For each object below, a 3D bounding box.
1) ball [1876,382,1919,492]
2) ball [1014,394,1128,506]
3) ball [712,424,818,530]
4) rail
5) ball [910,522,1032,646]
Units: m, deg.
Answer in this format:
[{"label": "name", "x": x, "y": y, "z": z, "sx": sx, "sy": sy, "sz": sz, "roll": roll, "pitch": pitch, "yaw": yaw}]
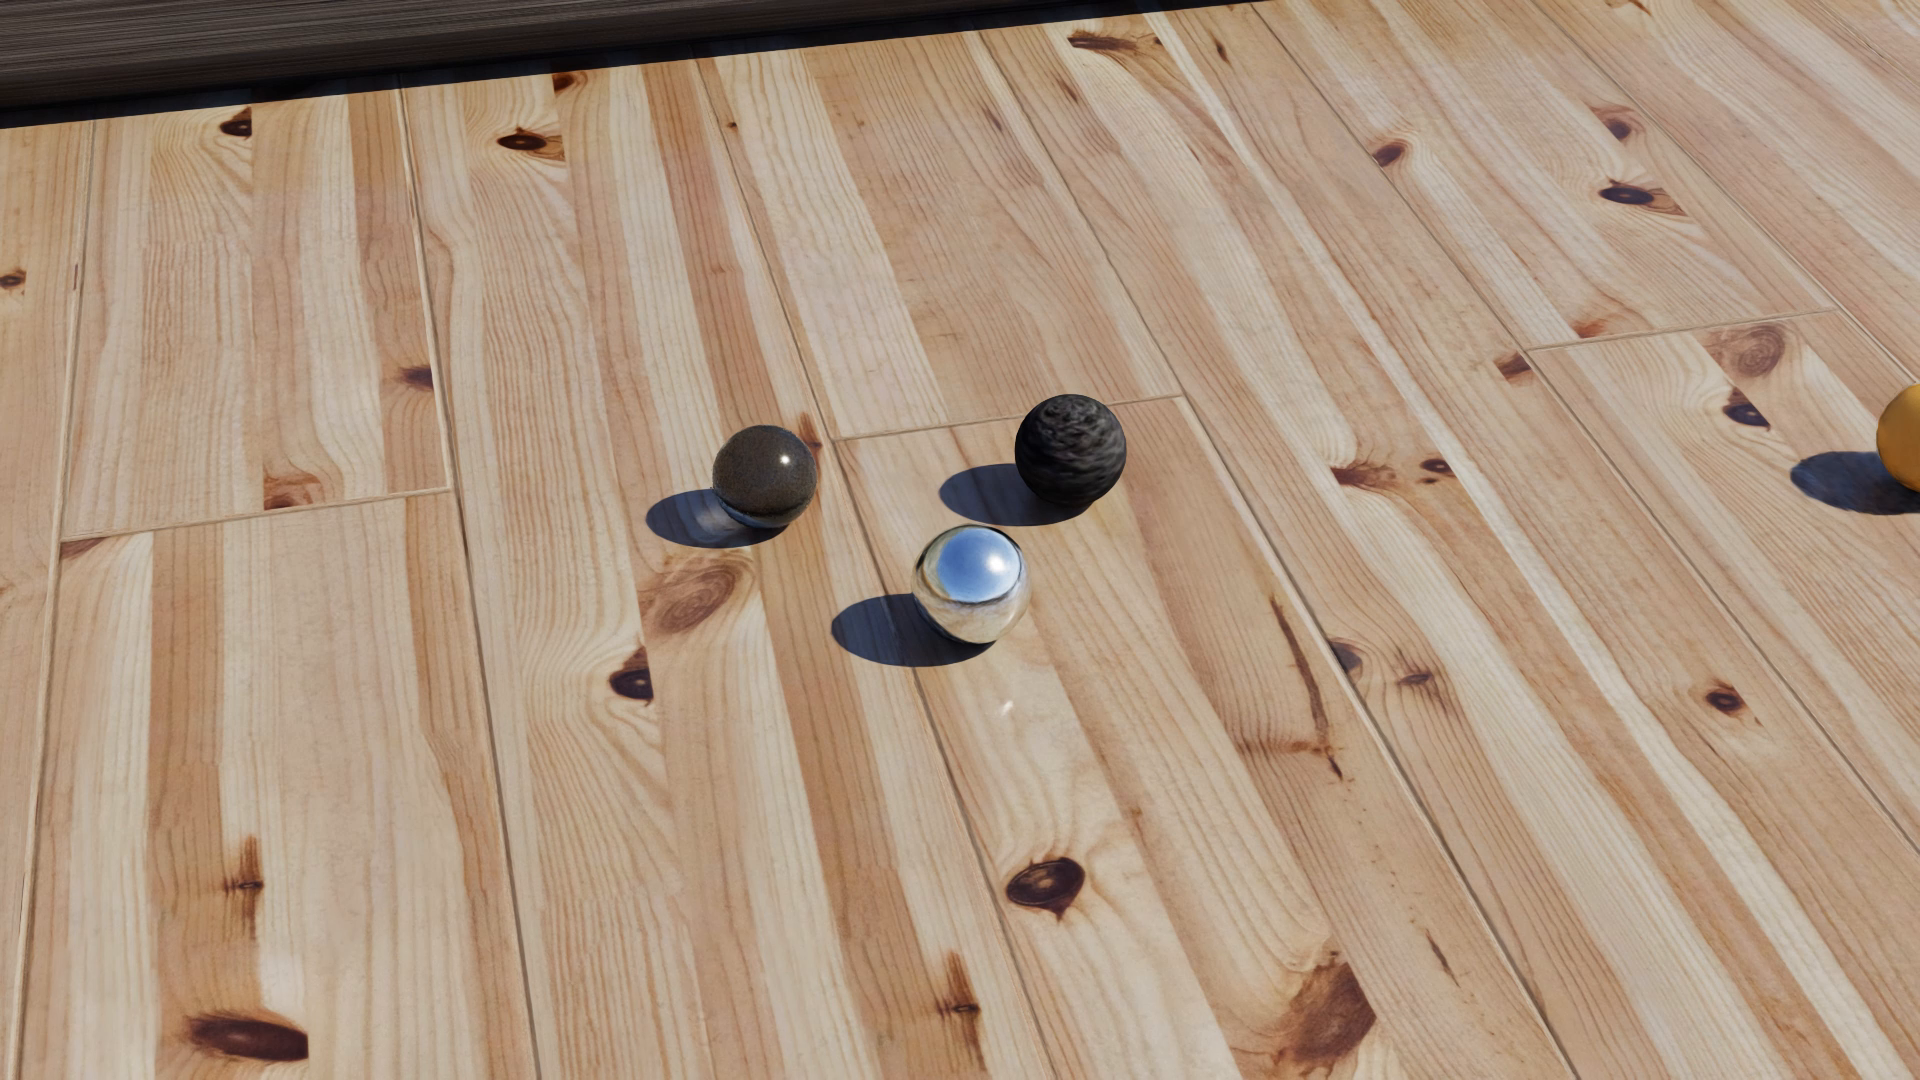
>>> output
[{"label": "ball", "x": 0.634, "y": -0.067, "z": 1.665, "sx": 0.074, "sy": 0.074, "sz": 0.074, "roll": 0, "pitch": 36, "yaw": 0}, {"label": "ball", "x": 0.071, "y": -0.058, "z": 1.655, "sx": 0.073, "sy": 0.073, "sz": 0.073, "roll": 0, "pitch": 36, "yaw": 0}, {"label": "ball", "x": -0.124, "y": -0.040, "z": 1.635, "sx": 0.067, "sy": 0.067, "sz": 0.067, "roll": 0, "pitch": 36, "yaw": 0}, {"label": "rail", "x": 0.530, "y": -0.565, "z": 2.333, "sx": 2.936, "sy": 0.097, "sz": 0.045, "roll": -8, "pitch": 37, "yaw": -11}, {"label": "ball", "x": 0.007, "y": 0.026, "z": 1.538, "sx": 0.073, "sy": 0.073, "sz": 0.073, "roll": 0, "pitch": 36, "yaw": 0}]
